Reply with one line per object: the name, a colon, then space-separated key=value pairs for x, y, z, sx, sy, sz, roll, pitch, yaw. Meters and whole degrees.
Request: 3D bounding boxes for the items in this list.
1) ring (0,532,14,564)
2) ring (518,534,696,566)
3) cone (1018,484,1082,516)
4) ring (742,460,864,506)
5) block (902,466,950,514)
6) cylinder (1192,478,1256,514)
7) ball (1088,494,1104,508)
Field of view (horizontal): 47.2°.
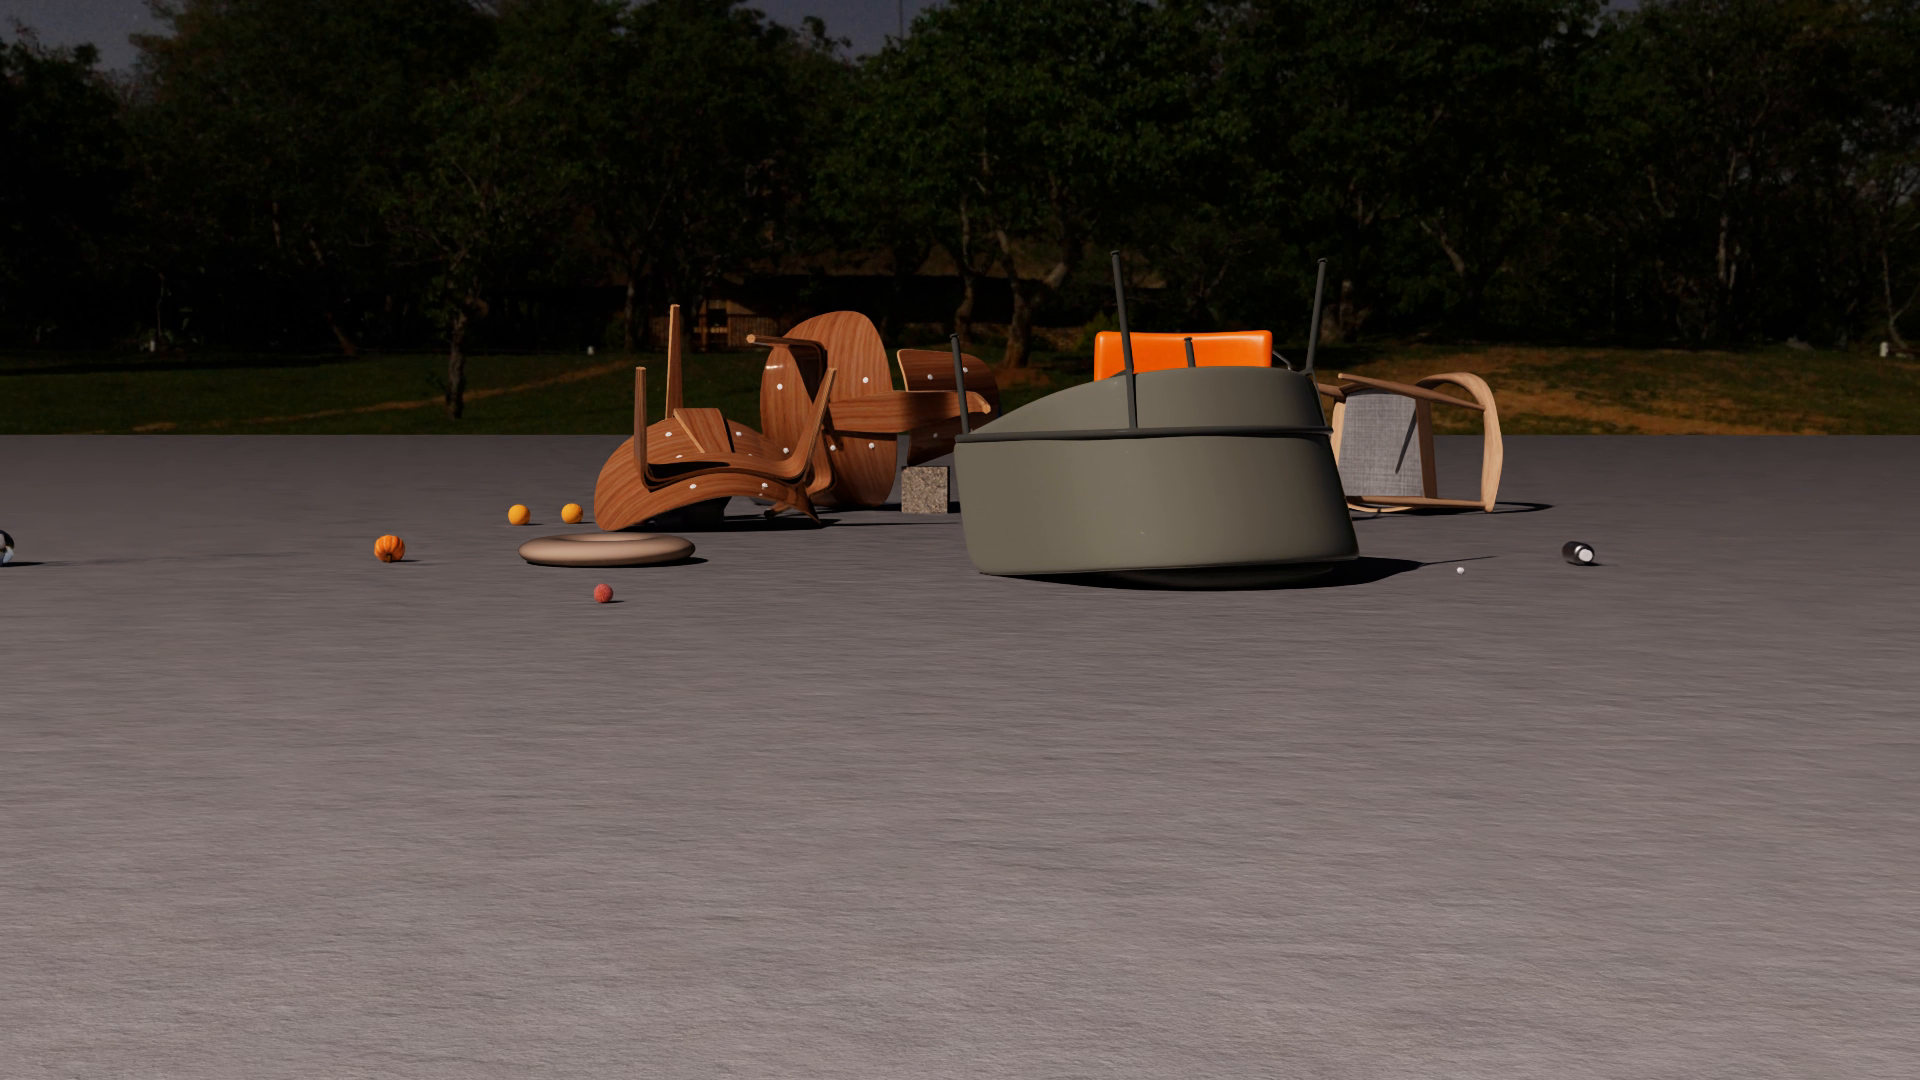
ring: x=-2.538 y=0.021 z=5.549 sx=0.281 sy=0.097 sz=0.186 roll=-1 pitch=5 yaw=-24
ring: x=-0.916 y=0.025 z=5.708 sx=0.466 sy=0.066 sz=0.436 roll=2 pitch=5 yaw=28
cone: x=0.313 y=-0.116 z=7.826 sx=0.224 sy=0.118 sz=0.179 roll=-2 pitch=-14 yaw=-3
ring: x=-0.611 y=-0.221 z=8.594 sx=0.484 sy=0.165 sz=0.405 roll=-1 pitch=5 yaw=-28
block: x=-0.124 y=-0.184 z=7.993 sx=0.166 sy=0.168 sz=0.101 roll=0 pitch=4 yaw=6
cylinder: x=0.946 y=-0.157 z=7.884 sx=0.211 sy=0.129 sz=0.168 roll=0 pitch=18 yaw=0
ball: x=0.509 y=-0.145 z=8.254 sx=0.056 sy=0.056 sz=0.056 roll=0 pitch=4 yaw=0
